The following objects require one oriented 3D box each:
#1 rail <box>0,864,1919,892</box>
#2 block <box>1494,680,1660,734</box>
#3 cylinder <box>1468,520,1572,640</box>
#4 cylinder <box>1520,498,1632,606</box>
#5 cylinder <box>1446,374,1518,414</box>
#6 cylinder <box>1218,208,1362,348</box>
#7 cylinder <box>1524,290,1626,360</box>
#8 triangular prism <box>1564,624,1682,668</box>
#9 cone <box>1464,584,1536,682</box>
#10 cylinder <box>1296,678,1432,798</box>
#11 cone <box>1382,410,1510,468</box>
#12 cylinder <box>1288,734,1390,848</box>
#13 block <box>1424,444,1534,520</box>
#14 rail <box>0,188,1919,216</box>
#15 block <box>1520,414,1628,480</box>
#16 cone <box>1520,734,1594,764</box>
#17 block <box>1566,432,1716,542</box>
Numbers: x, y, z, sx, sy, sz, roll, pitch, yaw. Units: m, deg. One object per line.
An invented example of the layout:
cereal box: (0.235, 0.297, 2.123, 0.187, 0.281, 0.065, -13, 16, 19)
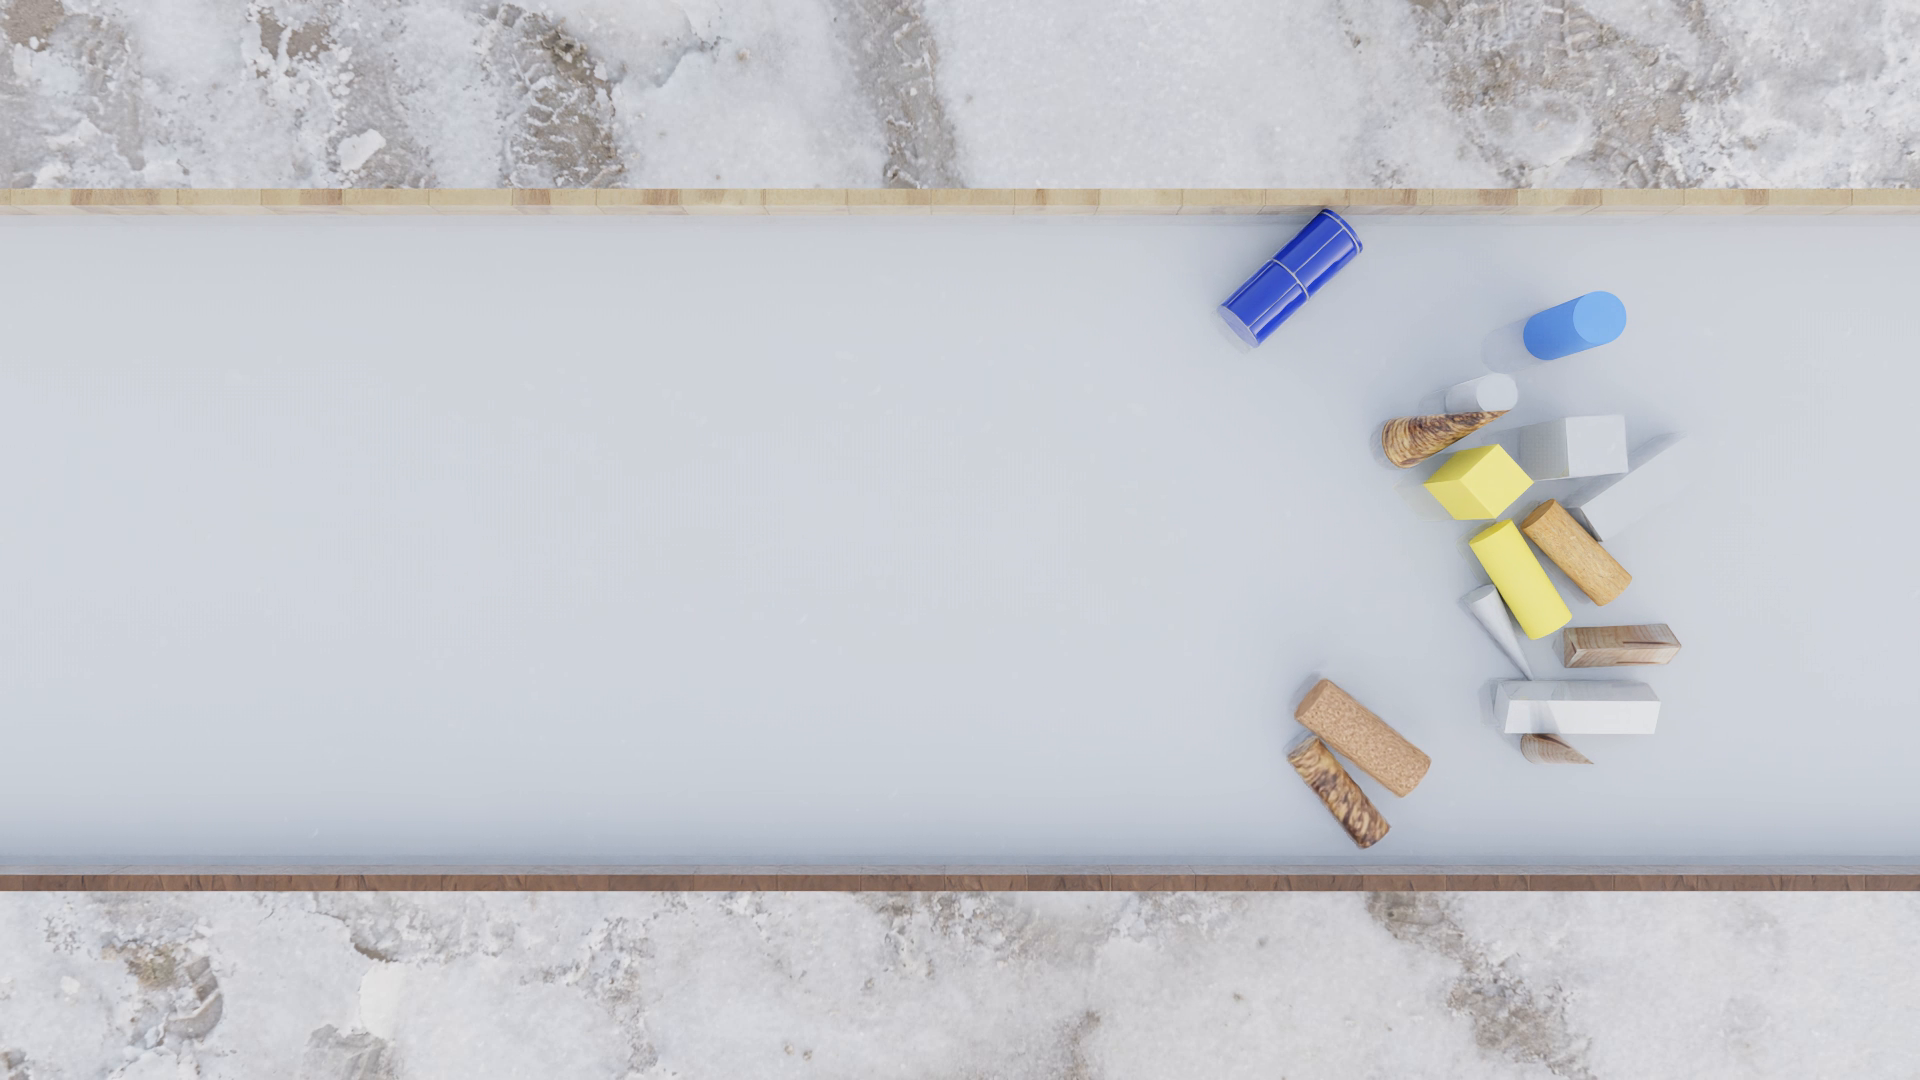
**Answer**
rail: (-2.247, 1.025, 5.001, 12.000, 0.150, 0.050, 0, 90, 0)
block: (1.868, 0.507, 5.000, 0.452, 0.115, 0.115, 0, 116, 0)
cylinder: (1.700, 0.119, 5.005, 0.143, 0.143, 0.344, -33, 90, 0)
cylinder: (1.871, 0.038, 5.009, 0.331, 0.133, 0.133, 45, 90, 0)
cylinder: (1.555, -0.423, 4.926, 0.121, 0.301, 0.121, 0, 90, 0)
cylinder: (0.999, -0.790, 4.990, 0.430, 0.173, 0.173, -43, 90, 0)
cylinder: (1.809, -0.629, 4.870, 0.152, 0.413, 0.152, 0, 90, 0)
triangular prism: (2.017, 0.327, 5.021, 0.317, 0.104, 0.121, -2, 90, 0)
cone: (1.688, 0.324, 5.051, 0.103, 0.103, 0.384, -33, 98, 0)
cylinder: (1.222, 0.599, 5.000, 0.394, 0.153, 0.153, 38, 90, 0)
cone: (1.453, -0.332, 4.841, 0.162, 0.449, 0.162, 5, 79, -26)
cylinder: (1.154, 0.766, 5.020, 0.113, 0.113, 0.353, -39, 90, 0)
block: (1.531, -0.168, 4.890, 0.151, 0.372, 0.151, -43, 90, 0)
rail: (-2.247, -1.025, 5.002, 12.000, 0.150, 0.050, 0, 90, 0)
block: (1.812, -0.270, 4.885, 0.168, 0.383, 0.168, -4, 90, 0)
cone: (1.785, 0.631, 4.858, 0.122, 0.437, 0.122, 0, 90, 0)
block: (2.065, -0.161, 5.014, 0.407, 0.125, 0.125, -34, 90, 0)
